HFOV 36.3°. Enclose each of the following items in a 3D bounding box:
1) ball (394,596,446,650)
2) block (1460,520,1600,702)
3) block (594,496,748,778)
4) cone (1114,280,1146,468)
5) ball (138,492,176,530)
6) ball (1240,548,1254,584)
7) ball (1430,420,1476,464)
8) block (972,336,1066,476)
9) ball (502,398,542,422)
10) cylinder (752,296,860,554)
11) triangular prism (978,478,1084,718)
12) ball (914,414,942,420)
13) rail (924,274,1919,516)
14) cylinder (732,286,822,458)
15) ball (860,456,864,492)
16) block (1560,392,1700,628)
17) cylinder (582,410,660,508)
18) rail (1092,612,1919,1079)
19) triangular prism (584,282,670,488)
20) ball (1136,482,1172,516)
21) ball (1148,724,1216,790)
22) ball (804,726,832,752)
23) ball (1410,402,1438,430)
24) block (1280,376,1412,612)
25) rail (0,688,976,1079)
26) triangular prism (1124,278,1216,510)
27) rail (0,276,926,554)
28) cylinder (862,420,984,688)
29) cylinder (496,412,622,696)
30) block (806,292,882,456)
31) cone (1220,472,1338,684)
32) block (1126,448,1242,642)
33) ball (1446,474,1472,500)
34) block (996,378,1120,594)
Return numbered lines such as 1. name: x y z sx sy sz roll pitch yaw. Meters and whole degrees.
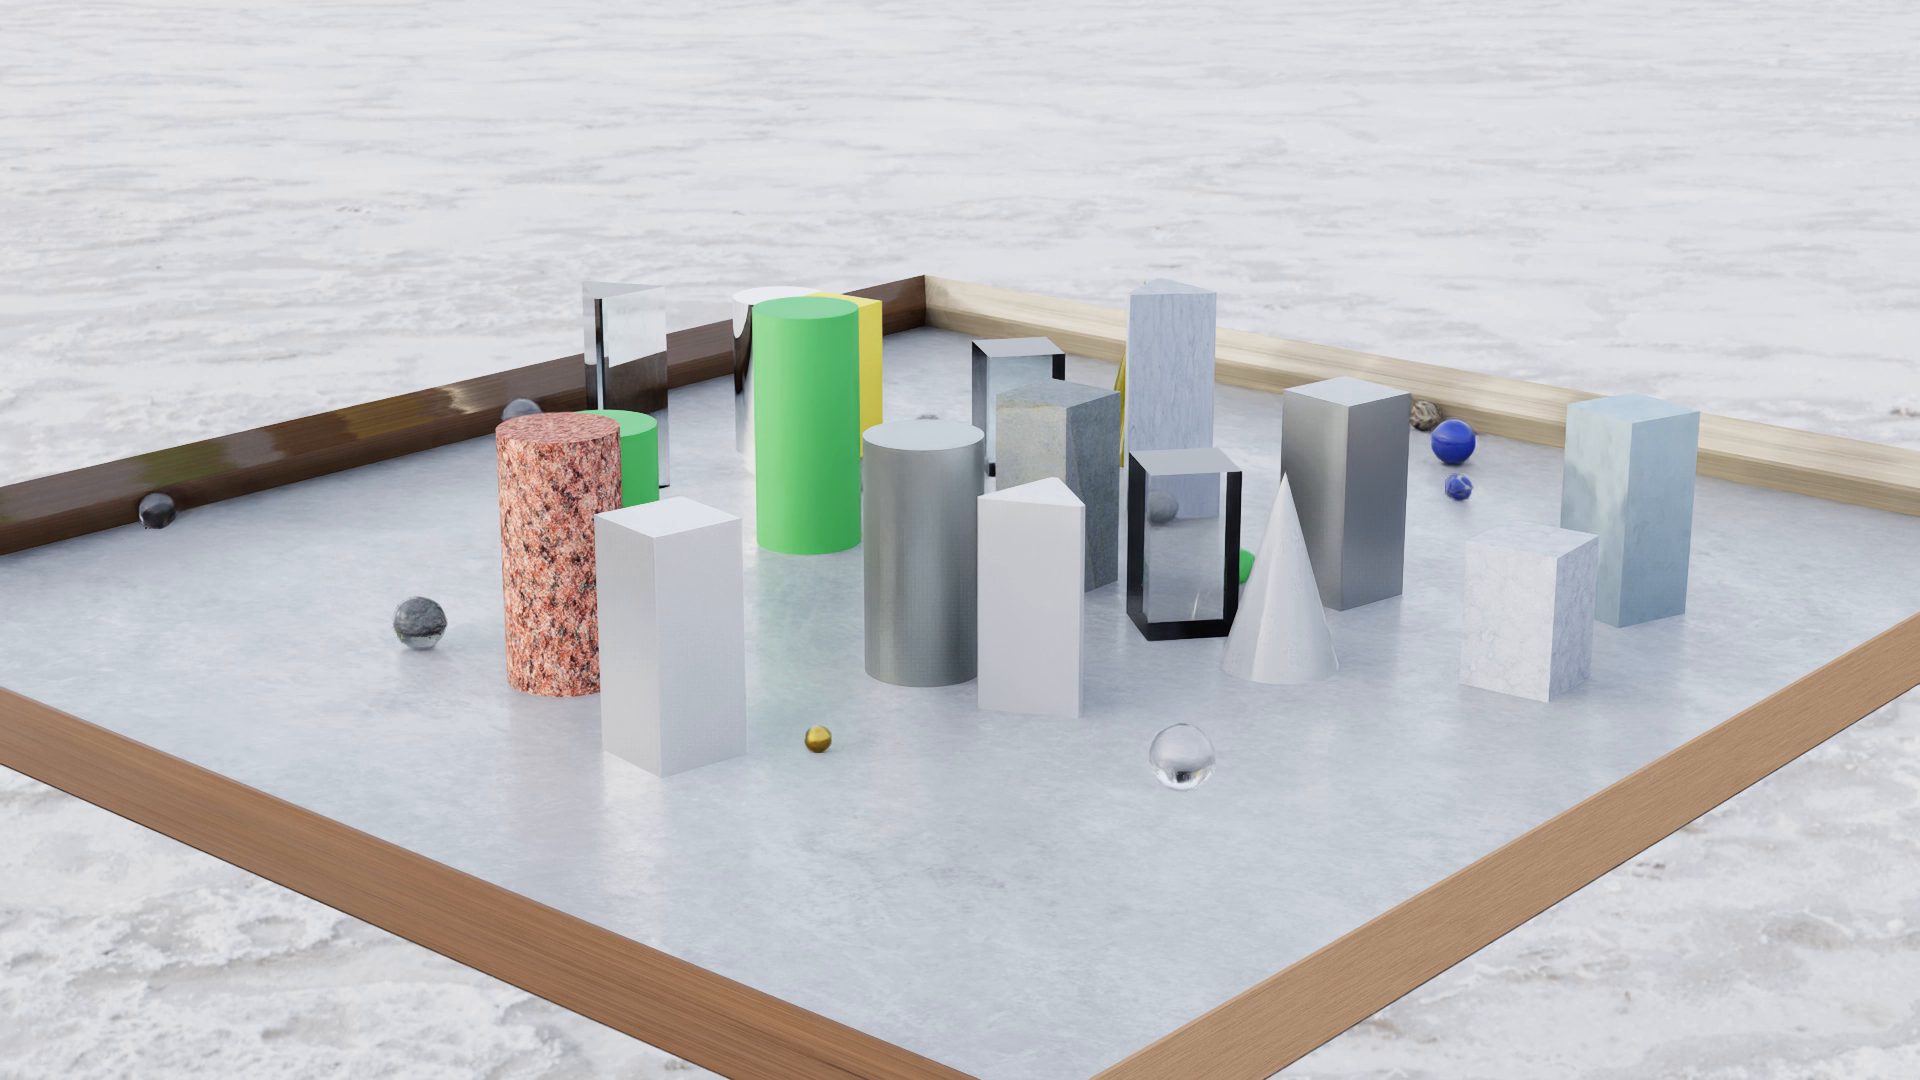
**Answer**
1. ball: -0.891 0.137 4.842 0.087 0.087 0.087 0 17 0
2. block: 0.906 0.111 4.669 0.155 0.237 0.155 12 20 34
3. block: -0.428 0.141 4.341 0.155 0.367 0.155 -14 22 -38
4. cone: 0.373 -0.349 5.961 0.193 0.370 0.193 0 17 0
5. ball: -1.508 -0.055 5.509 0.069 0.069 0.069 0 17 0
6. ball: 0.494 0.047 5.180 0.063 0.063 0.063 0 17 0
7. ball: 1.001 -0.200 5.949 0.091 0.091 0.091 0 17 0
8. block: 0.117 -0.270 5.915 0.155 0.245 0.155 -4 17 -12
9. ball: -0.916 -0.254 6.139 0.085 0.085 0.085 0 17 0
10. cylinder: -0.280 -0.211 5.383 0.193 0.440 0.193 0 17 0
11. triangular prism: 0.128 0.085 4.574 0.168 0.341 0.145 5 17 16
12. ball: -0.065 -0.208 5.971 0.095 0.095 0.095 0 17 0
13. rail: 1.007 -0.304 6.231 2.940 0.126 0.045 14 22 39
14. cylinder: -0.368 -0.344 6.031 0.193 0.321 0.193 0 17 0
15. ball: -0.191 -0.128 5.750 0.069 0.069 0.069 0 17 0
16. block: 1.137 -0.053 5.001 0.155 0.358 0.155 -10 19 -30
17. cylinder: -0.607 -0.035 4.980 0.193 0.335 0.193 0 17 0
18. rail: 1.092 0.305 4.213 0.045 0.126 3.121 14 22 39
19. triangular prism: -0.683 -0.298 5.737 0.145 0.402 0.168 16 23 43
20. ball: 0.370 -0.080 5.596 0.066 0.066 0.066 0 17 0
21. ball: 0.321 0.314 4.238 0.097 0.097 0.097 0 17 0
22. ball: -0.212 0.298 4.388 0.041 0.041 0.041 0 17 0
23. ball: 0.982 -0.263 6.209 0.063 0.063 0.063 0 17 0
24. block: 0.665 -0.082 5.089 0.155 0.363 0.155 -13 21 -37
25. rail: -1.007 0.367 4.009 2.940 0.126 0.045 14 22 39
26. triangular prism: 0.393 -0.283 5.651 0.168 0.423 0.145 -2 17 -5
27. rail: -1.092 -0.242 6.028 0.045 0.126 3.121 14 22 39
28. cylinder: -0.058 0.020 4.703 0.193 0.391 0.193 0 17 0
29. cylinder: -0.631 0.022 4.658 0.193 0.414 0.193 0 17 0
30. block: -0.262 -0.298 5.820 0.155 0.354 0.155 12 21 35
31. cone: 0.520 0.046 4.728 0.193 0.326 0.193 0 17 0
32. block: 0.375 0.006 4.930 0.155 0.287 0.155 -3 17 -10
33. ball: 0.971 -0.102 5.697 0.050 0.050 0.050 0 17 0
34. block: 0.171 -0.091 5.149 0.155 0.345 0.155 14 21 38
